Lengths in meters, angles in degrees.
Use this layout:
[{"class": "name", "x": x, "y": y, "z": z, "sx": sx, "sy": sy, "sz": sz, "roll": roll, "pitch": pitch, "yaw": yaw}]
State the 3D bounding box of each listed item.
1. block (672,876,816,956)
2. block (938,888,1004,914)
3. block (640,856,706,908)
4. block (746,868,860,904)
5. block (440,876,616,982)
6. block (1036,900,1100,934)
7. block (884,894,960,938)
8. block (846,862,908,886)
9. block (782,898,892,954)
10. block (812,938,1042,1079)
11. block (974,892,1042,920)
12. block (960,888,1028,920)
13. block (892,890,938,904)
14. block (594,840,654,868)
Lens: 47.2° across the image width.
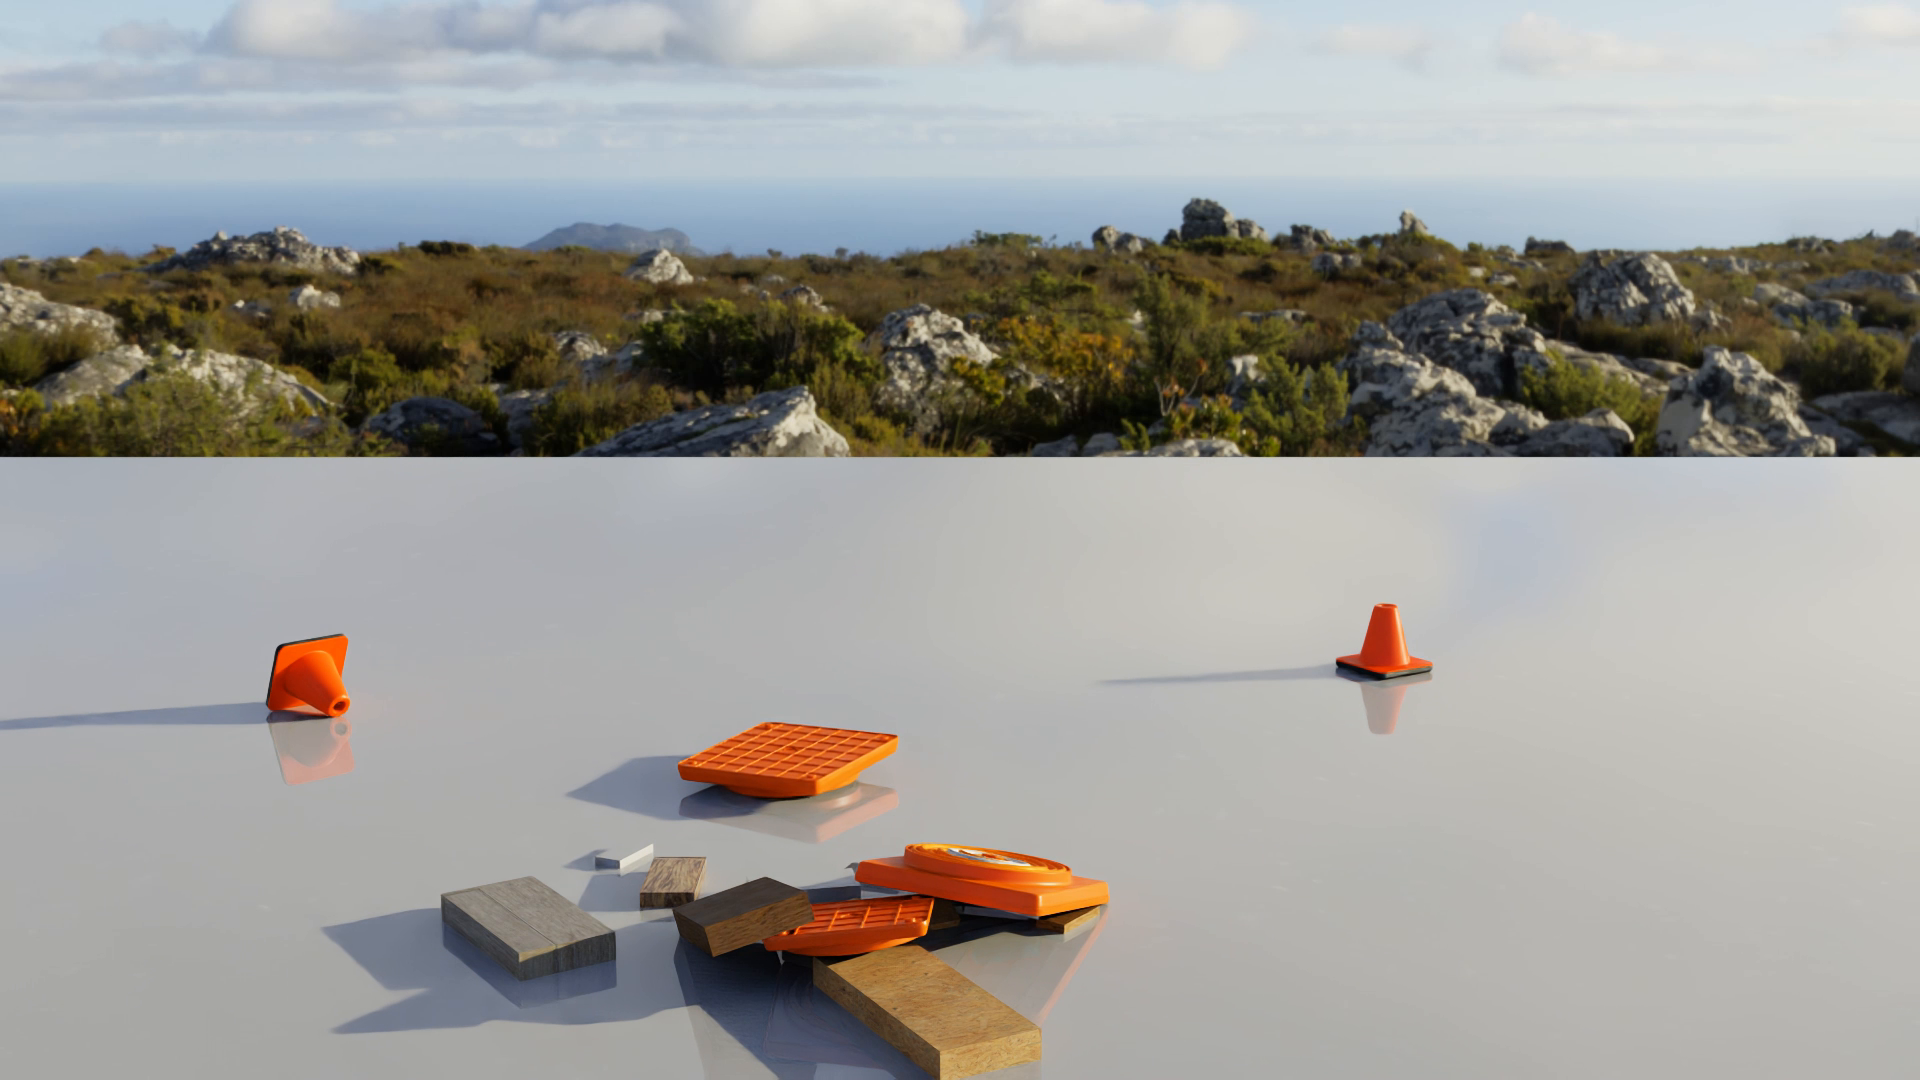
[{"class": "block", "x": -0.334, "y": 0.570, "z": 3.349, "sx": 0.158, "sy": 0.045, "sz": 0.315, "roll": -17, "pitch": 1, "yaw": -17}, {"class": "block", "x": 0.025, "y": 0.589, "z": 3.587, "sx": 0.109, "sy": 0.015, "sz": 0.054, "roll": 0, "pitch": 19, "yaw": -23}, {"class": "block", "x": -0.480, "y": 0.573, "z": 3.690, "sx": 0.090, "sy": 0.025, "sz": 0.179, "roll": 0, "pitch": 11, "yaw": 0}, {"class": "block", "x": -0.261, "y": 0.579, "z": 3.660, "sx": 0.179, "sy": 0.025, "sz": 0.090, "roll": -2, "pitch": 11, "yaw": -12}, {"class": "block", "x": -0.682, "y": 0.607, "z": 3.457, "sx": 0.158, "sy": 0.045, "sz": 0.315, "roll": -7, "pitch": 13, "yaw": -34}, {"class": "block", "x": 0.174, "y": 0.606, "z": 3.540, "sx": 0.053, "sy": 0.015, "sz": 0.106, "roll": 7, "pitch": 13, "yaw": 34}, {"class": "block", "x": -0.059, "y": 0.598, "z": 3.508, "sx": 0.109, "sy": 0.015, "sz": 0.054, "roll": -6, "pitch": 44, "yaw": -29}, {"class": "block", "x": -0.145, "y": 0.569, "z": 3.742, "sx": 0.103, "sy": 0.015, "sz": 0.052, "roll": 4, "pitch": 11, "yaw": 19}, {"class": "block", "x": -0.189, "y": 0.612, "z": 3.481, "sx": 0.090, "sy": 0.025, "sz": 0.179, "roll": 8, "pitch": 13, "yaw": 36}, {"class": "block", "x": -0.054, "y": 0.665, "z": 3.143, "sx": 0.158, "sy": 0.045, "sz": 0.398, "roll": -6, "pitch": 12, "yaw": -28}, {"class": "block", "x": 0.076, "y": 0.583, "z": 3.512, "sx": 0.106, "sy": 0.015, "sz": 0.053, "roll": 13, "pitch": -1, "yaw": 5}, {"class": "block", "x": 0.057, "y": 0.588, "z": 3.557, "sx": 0.106, "sy": 0.015, "sz": 0.053, "roll": 7, "pitch": 25, "yaw": -9}, {"class": "block", "x": -0.070, "y": 0.598, "z": 3.584, "sx": 0.054, "sy": 0.015, "sz": 0.109, "roll": 10, "pitch": 14, "yaw": 43}, {"class": "block", "x": -0.587, "y": 0.549, "z": 3.847, "sx": 0.052, "sy": 0.015, "sz": 0.103, "roll": 5, "pitch": 12, "yaw": 25}]
